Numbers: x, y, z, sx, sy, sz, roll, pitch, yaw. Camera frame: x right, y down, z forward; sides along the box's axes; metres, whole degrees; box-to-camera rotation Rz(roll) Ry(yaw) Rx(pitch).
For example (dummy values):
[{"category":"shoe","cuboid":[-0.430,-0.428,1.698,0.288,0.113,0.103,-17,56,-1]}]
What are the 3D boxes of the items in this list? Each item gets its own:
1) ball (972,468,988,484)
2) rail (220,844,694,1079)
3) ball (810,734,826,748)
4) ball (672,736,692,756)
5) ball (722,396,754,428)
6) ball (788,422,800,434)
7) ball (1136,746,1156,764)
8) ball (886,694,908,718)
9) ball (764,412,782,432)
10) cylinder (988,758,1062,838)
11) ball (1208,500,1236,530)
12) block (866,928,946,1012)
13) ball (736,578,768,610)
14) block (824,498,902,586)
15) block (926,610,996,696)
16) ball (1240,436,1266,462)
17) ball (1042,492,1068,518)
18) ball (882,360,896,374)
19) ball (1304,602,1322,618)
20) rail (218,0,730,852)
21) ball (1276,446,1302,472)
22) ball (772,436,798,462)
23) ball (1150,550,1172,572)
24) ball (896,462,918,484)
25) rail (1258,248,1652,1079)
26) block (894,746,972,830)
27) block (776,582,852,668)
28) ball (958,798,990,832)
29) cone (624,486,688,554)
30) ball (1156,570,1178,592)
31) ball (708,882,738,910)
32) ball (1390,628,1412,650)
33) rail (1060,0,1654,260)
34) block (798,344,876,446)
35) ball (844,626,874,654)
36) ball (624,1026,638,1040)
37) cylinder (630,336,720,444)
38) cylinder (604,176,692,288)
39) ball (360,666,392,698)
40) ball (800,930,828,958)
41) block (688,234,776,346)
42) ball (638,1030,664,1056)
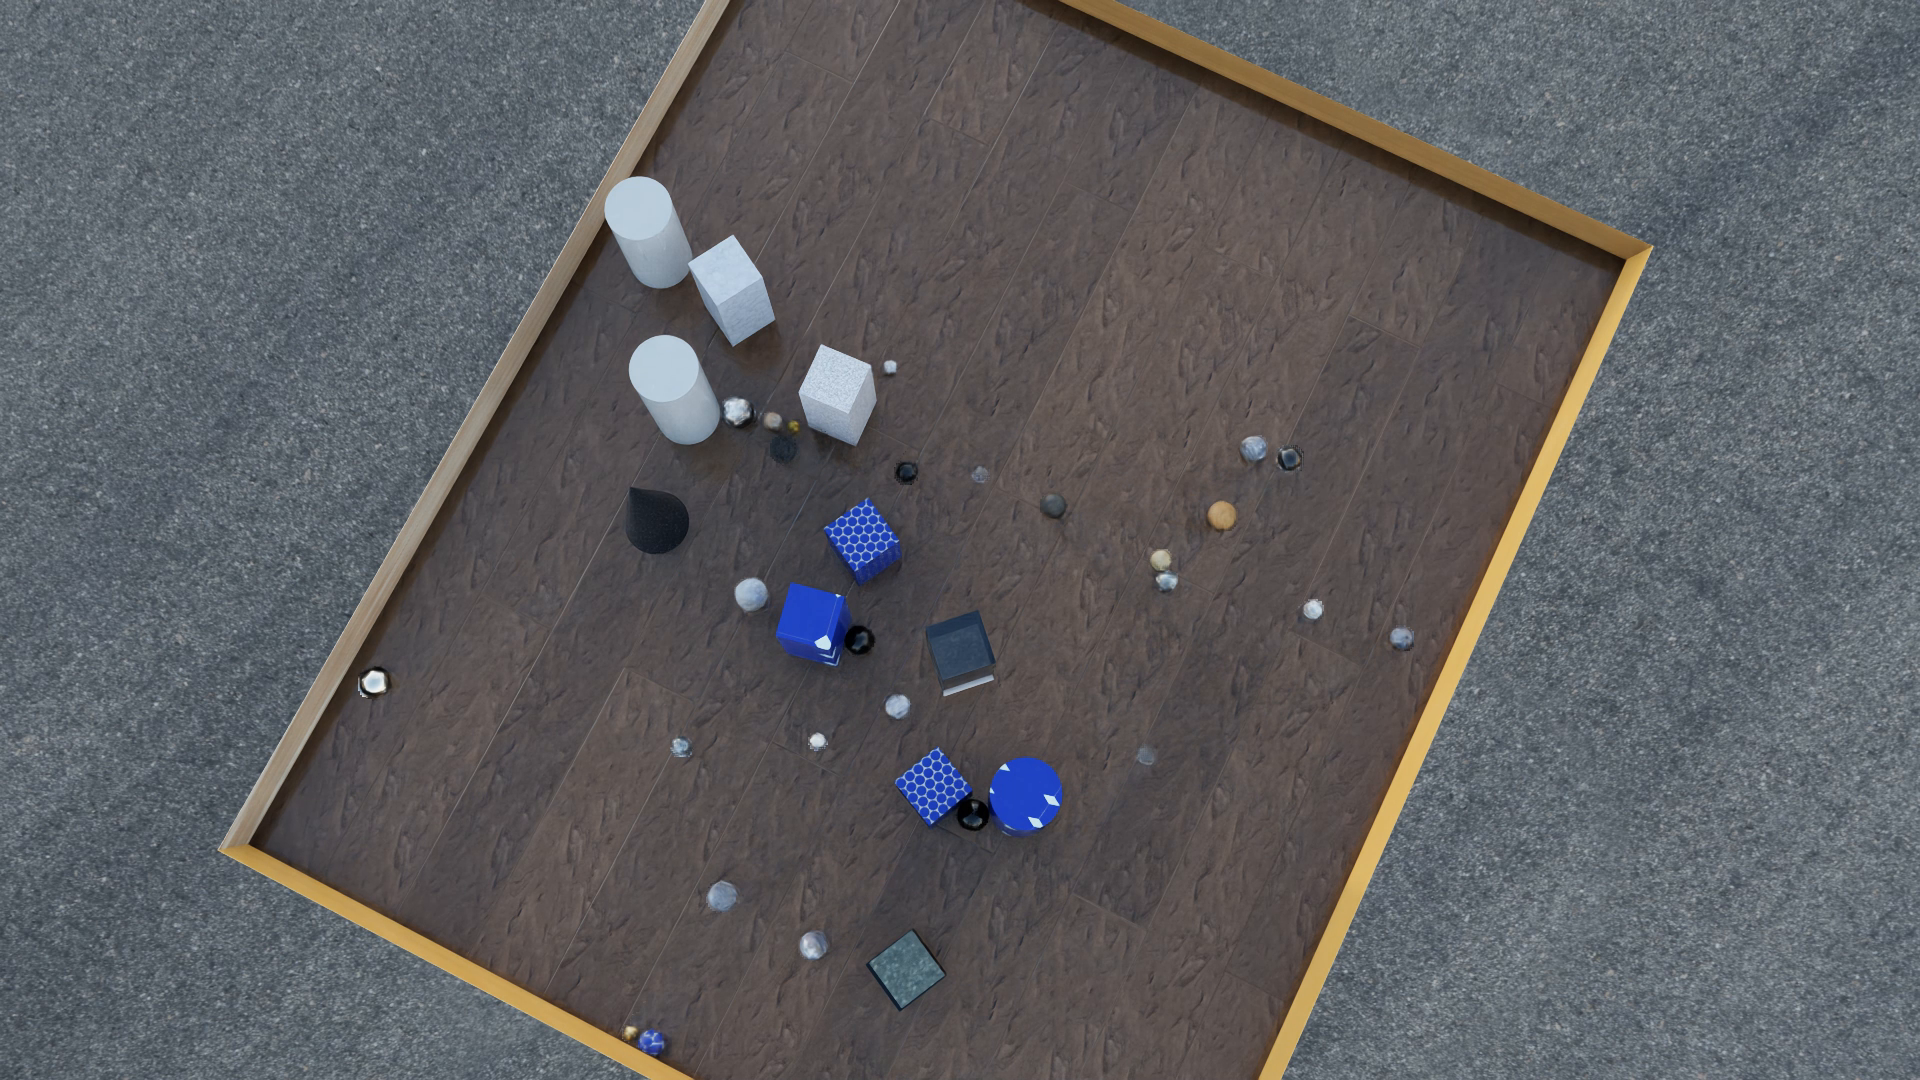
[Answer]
[{"category":"ball","cuboid":[0.062,-0.199,5.633,0.048,0.048,0.048,0,78,0]},{"category":"rail","cuboid":[-0.788,1.550,5.229,3.016,0.129,0.045,26,80,5]},{"category":"ball","cuboid":[-0.424,0.599,5.470,0.043,0.043,0.043,0,78,0]},{"category":"ball","cuboid":[-0.830,0.614,5.460,0.057,0.057,0.057,0,78,0]},{"category":"ball","cuboid":[-0.683,-0.393,5.647,0.099,0.099,0.099,0,78,0]},{"category":"ball","cuboid":[-0.513,-0.348,5.668,0.040,0.040,0.040,0,78,0]},{"category":"ball","cuboid":[0.555,0.640,5.455,0.058,0.058,0.058,0,78,0]},{"category":"ball","cuboid":[-0.188,0.496,5.477,0.072,0.072,0.072,0,78,0]},{"category":"ball","cuboid":[-0.578,-0.365,5.663,0.057,0.057,0.057,0,78,0]},{"category":"cylinder","cuboid":[0.181,0.740,5.236,0.199,0.446,0.199,0,78,0]},{"category":"ball","cuboid":[0.799,-0.076,5.588,0.087,0.087,0.087,0,78,0]},{"category":"block","cuboid":[-0.151,1.220,5.212,0.159,0.299,0.159,-36,81,-7]},{"category":"ball","cuboid":[-0.629,0.164,5.533,0.098,0.098,0.098,0,78,0]},{"category":"block","cuboid":[-0.289,0.009,5.491,0.159,0.243,0.159,-35,80,-7]},{"category":"block","cuboid":[0.002,0.334,5.355,0.159,0.377,0.159,-18,79,-4]},{"category":"ball","cuboid":[0.902,-0.280,5.633,0.081,0.081,0.081,0,78,0]},{"category":"ball","cuboid":[0.288,-0.105,5.599,0.078,0.078,0.078,0,78,0]},{"category":"ball","cuboid":[-0.219,-0.537,5.706,0.043,0.043,0.043,0,78,0]},{"category":"ball","cuboid":[1.067,0.212,5.545,0.054,0.054,0.054,0,78,0]},{"category":"rail","cuboid":[-1.328,-0.643,5.683,0.045,0.129,3.571,26,80,5]},{"category":"ball","cuboid":[1.012,-0.248,5.628,0.079,0.079,0.079,0,78,0]},{"category":"ball","cuboid":[-0.539,-0.279,5.634,0.079,0.079,0.079,0,78,0]},{"category":"ball","cuboid":[0.611,0.063,5.572,0.063,0.063,0.063,0,78,0]},{"category":"ball","cuboid":[-0.163,-0.207,5.626,0.065,0.065,0.065,0,78,0]},{"category":"rail","cuboid":[1.328,0.657,5.414,0.045,0.129,3.571,26,80,5]},{"category":"block","cuboid":[-0.076,0.724,5.333,0.159,0.261,0.159,-39,81,-7]},{"category":"block","cuboid":[-0.426,0.252,5.381,0.159,0.359,0.159,15,79,3]},{"category":"ball","cuboid":[0.039,0.810,5.401,0.095,0.095,0.095,0,78,0]},{"category":"cone","cuboid":[-0.931,-0.102,5.396,0.199,0.474,0.199,0,78,0]},{"category":"ball","cuboid":[0.627,0.126,5.557,0.065,0.065,0.065,0,78,0]},{"category":"ball","cuboid":[-0.694,1.040,5.359,0.084,0.084,0.084,0,78,0]},{"category":"ball","cuboid":[1.330,0.296,5.522,0.066,0.066,0.066,0,78,0]},{"category":"rail","cuboid":[0.788,-1.536,5.868,3.016,0.129,0.045,26,80,5]},{"category":"block","cuboid":[-0.364,-0.430,5.513,0.159,0.378,0.159,23,79,5]},{"category":"ball","cuboid":[-0.304,0.302,5.511,0.085,0.085,0.085,0,78,0]},{"category":"ball","cuboid":[-0.952,1.427,5.300,0.041,0.041,0.041,0,78,0]},{"category":"cylinder","cuboid":[-0.845,-0.441,5.464,0.199,0.478,0.199,0,78,0]},{"category":"cylinder","cuboid":[-0.946,-0.933,5.595,0.199,0.420,0.199,0,78,0]},{"category":"ball","cuboid":[-1.747,0.426,5.481,0.092,0.092,0.092,0,78,0]},{"category":"ball","cuboid":[-0.426,1.178,5.332,0.080,0.080,0.080,0,78,0]},{"category":"block","cuboid":[-0.691,-0.753,5.574,0.159,0.389,0.159,-34,80,-7]},{"category":"ball","cuboid":[-0.888,1.449,5.278,0.076,0.076,0.076,0,78,0]}]
